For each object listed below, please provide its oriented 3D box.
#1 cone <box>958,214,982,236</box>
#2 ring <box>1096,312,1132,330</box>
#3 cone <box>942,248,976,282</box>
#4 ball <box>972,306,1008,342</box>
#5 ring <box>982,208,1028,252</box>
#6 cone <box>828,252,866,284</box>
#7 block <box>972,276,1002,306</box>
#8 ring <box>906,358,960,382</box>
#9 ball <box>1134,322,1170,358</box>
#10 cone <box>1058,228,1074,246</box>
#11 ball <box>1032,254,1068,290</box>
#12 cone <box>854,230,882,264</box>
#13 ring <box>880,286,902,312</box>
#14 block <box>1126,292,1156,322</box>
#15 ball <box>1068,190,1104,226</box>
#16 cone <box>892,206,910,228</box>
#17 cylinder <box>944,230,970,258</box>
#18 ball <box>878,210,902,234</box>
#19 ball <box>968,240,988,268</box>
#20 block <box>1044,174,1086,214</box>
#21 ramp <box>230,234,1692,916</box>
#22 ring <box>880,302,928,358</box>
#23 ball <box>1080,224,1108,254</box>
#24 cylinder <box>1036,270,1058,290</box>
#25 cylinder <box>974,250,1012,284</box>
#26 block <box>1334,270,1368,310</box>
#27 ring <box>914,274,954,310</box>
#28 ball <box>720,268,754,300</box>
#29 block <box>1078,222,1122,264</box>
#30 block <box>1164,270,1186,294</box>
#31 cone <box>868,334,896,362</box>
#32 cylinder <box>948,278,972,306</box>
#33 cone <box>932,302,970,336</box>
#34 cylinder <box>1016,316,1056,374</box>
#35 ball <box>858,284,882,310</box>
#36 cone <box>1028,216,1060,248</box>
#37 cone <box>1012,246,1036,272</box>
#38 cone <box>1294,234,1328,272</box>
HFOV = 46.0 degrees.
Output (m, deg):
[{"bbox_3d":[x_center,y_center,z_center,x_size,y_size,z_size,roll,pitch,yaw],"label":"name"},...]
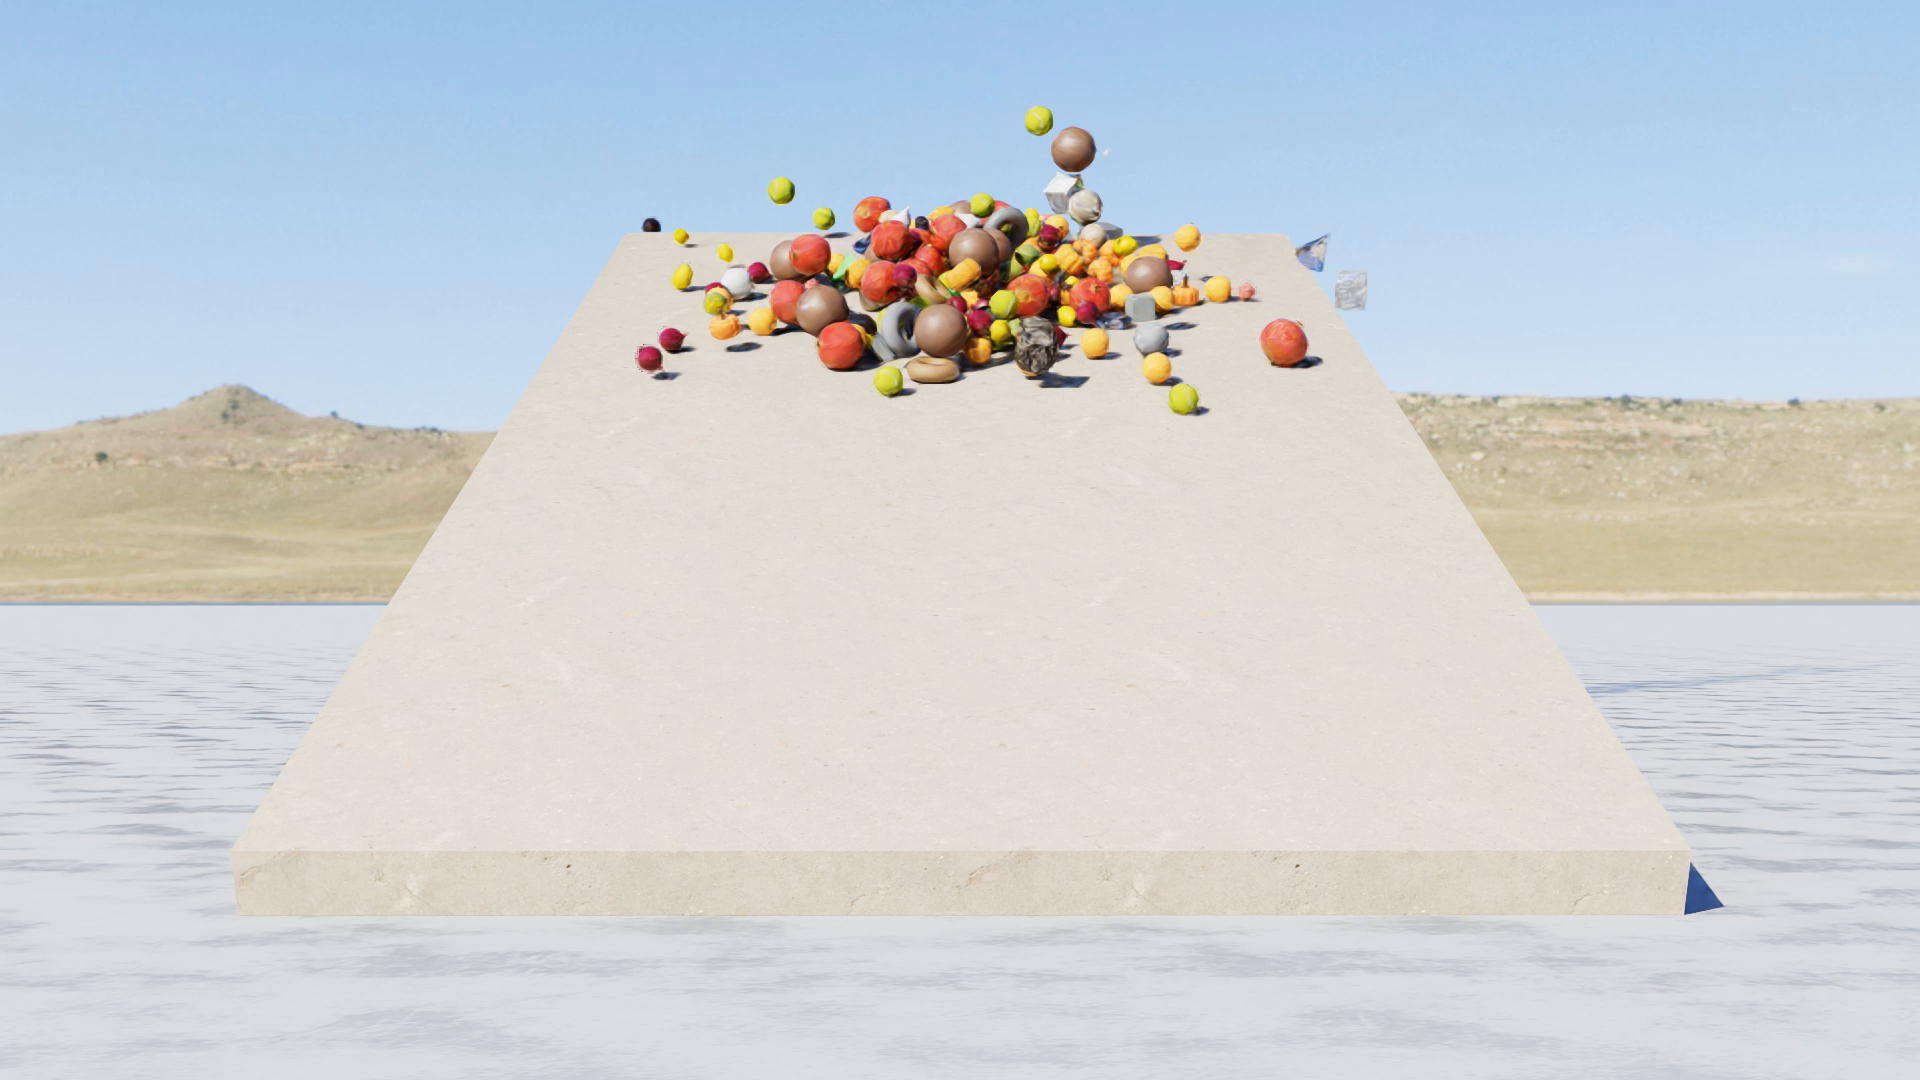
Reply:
[{"bbox_3d":[0.014,-0.871,6.403,0.075,0.075,0.075,22,-27,12],"label":"cone"},{"bbox_3d":[0.396,-0.560,5.791,0.092,0.031,0.092,-1,19,0],"label":"ring"},{"bbox_3d":[0.017,-0.771,6.225,0.095,0.095,0.095,36,-18,13],"label":"cone"},{"bbox_3d":[0.073,-0.541,5.651,0.090,0.090,0.090,0,-1,0],"label":"ball"},{"bbox_3d":[0.126,-0.854,6.256,0.141,0.141,0.047,1,32,-33],"label":"ring"},{"bbox_3d":[-0.323,-0.730,6.240,0.093,0.093,0.093,-31,0,-3],"label":"cone"},{"bbox_3d":[0.071,-0.664,6.029,0.066,0.066,0.066,5,18,10],"label":"block"},{"bbox_3d":[-0.064,-0.400,5.329,0.127,0.042,0.127,3,17,-1],"label":"ring"},{"bbox_3d":[0.466,-0.488,5.509,0.087,0.087,0.087,0,-1,0],"label":"ball"},{"bbox_3d":[0.295,-0.892,6.720,0.059,0.059,0.059,1,-4,-38],"label":"cone"},{"bbox_3d":[0.246,-0.730,6.159,0.100,0.100,0.100,0,-1,0],"label":"ball"},{"bbox_3d":[-0.239,-0.814,6.431,0.089,0.089,0.089,-1,-36,31],"label":"cone"},{"bbox_3d":[-0.179,-0.622,5.876,0.027,0.080,0.080,-12,-8,32],"label":"ring"},{"bbox_3d":[0.468,-0.603,5.867,0.060,0.060,0.060,-5,20,-13],"label":"block"},{"bbox_3d":[0.327,-0.868,5.906,0.092,0.092,0.092,0,-1,0],"label":"ball"},{"bbox_3d":[-0.149,-0.896,6.215,0.054,0.054,0.054,1,-46,-32],"label":"cone"},{"bbox_3d":[-0.009,-0.826,6.357,0.061,0.061,0.061,1,-43,-19],"label":"cylinder"},{"bbox_3d":[-0.198,-0.902,6.421,0.069,0.069,0.069,0,-1,0],"label":"ball"},{"bbox_3d":[0.058,-0.804,6.387,0.085,0.085,0.085,0,-1,0],"label":"ball"},{"bbox_3d":[0.307,-0.995,6.508,0.081,0.081,0.081,12,-36,38],"label":"block"},{"bbox_3d":[-0.005,-0.205,4.997,2.000,0.100,4.000,0,20,0],"label":"ramp"},{"bbox_3d":[-0.134,-0.501,5.405,0.046,0.139,0.139,-9,-7,43],"label":"ring"},{"bbox_3d":[0.378,-0.851,6.384,0.083,0.083,0.083,0,-1,0],"label":"ball"},{"bbox_3d":[0.234,-0.699,6.085,0.050,0.050,0.050,1,-1,19],"label":"cylinder"},{"bbox_3d":[0.089,-0.755,6.249,0.087,0.087,0.087,5,0,14],"label":"cylinder"},{"bbox_3d":[0.998,-0.638,5.771,0.077,0.077,0.077,4,27,10],"label":"block"},{"bbox_3d":[-0.070,-0.649,5.942,0.042,0.125,0.125,-46,-22,20],"label":"ring"},{"bbox_3d":[-0.595,-0.685,6.051,0.087,0.087,0.087,0,-1,0],"label":"ball"},{"bbox_3d":[0.403,-0.857,6.521,0.094,0.094,0.094,-9,22,-23],"label":"block"},{"bbox_3d":[0.586,-0.700,6.146,0.055,0.055,0.055,3,20,8],"label":"block"},{"bbox_3d":[-0.204,-0.458,5.503,0.074,0.074,0.074,1,-12,-37],"label":"cone"},{"bbox_3d":[0.001,-0.658,6.000,0.051,0.051,0.051,0,-34,17],"label":"cylinder"},{"bbox_3d":[-0.010,-0.540,5.723,0.086,0.086,0.086,36,8,14],"label":"cone"},{"bbox_3d":[0.175,-0.449,5.212,0.092,0.092,0.092,2,-41,2],"label":"cylinder"},{"bbox_3d":[-0.231,-0.637,5.942,0.072,0.072,0.072,0,-1,0],"label":"ball"},{"bbox_3d":[0.235,-0.886,6.502,0.095,0.095,0.095,2,-1,1],"label":"cone"},{"bbox_3d":[0.203,-0.774,6.377,0.080,0.080,0.080,31,1,5],"label":"cone"},{"bbox_3d":[1.010,-0.825,6.367,0.100,0.100,0.100,35,-15,11],"label":"cone"}]
